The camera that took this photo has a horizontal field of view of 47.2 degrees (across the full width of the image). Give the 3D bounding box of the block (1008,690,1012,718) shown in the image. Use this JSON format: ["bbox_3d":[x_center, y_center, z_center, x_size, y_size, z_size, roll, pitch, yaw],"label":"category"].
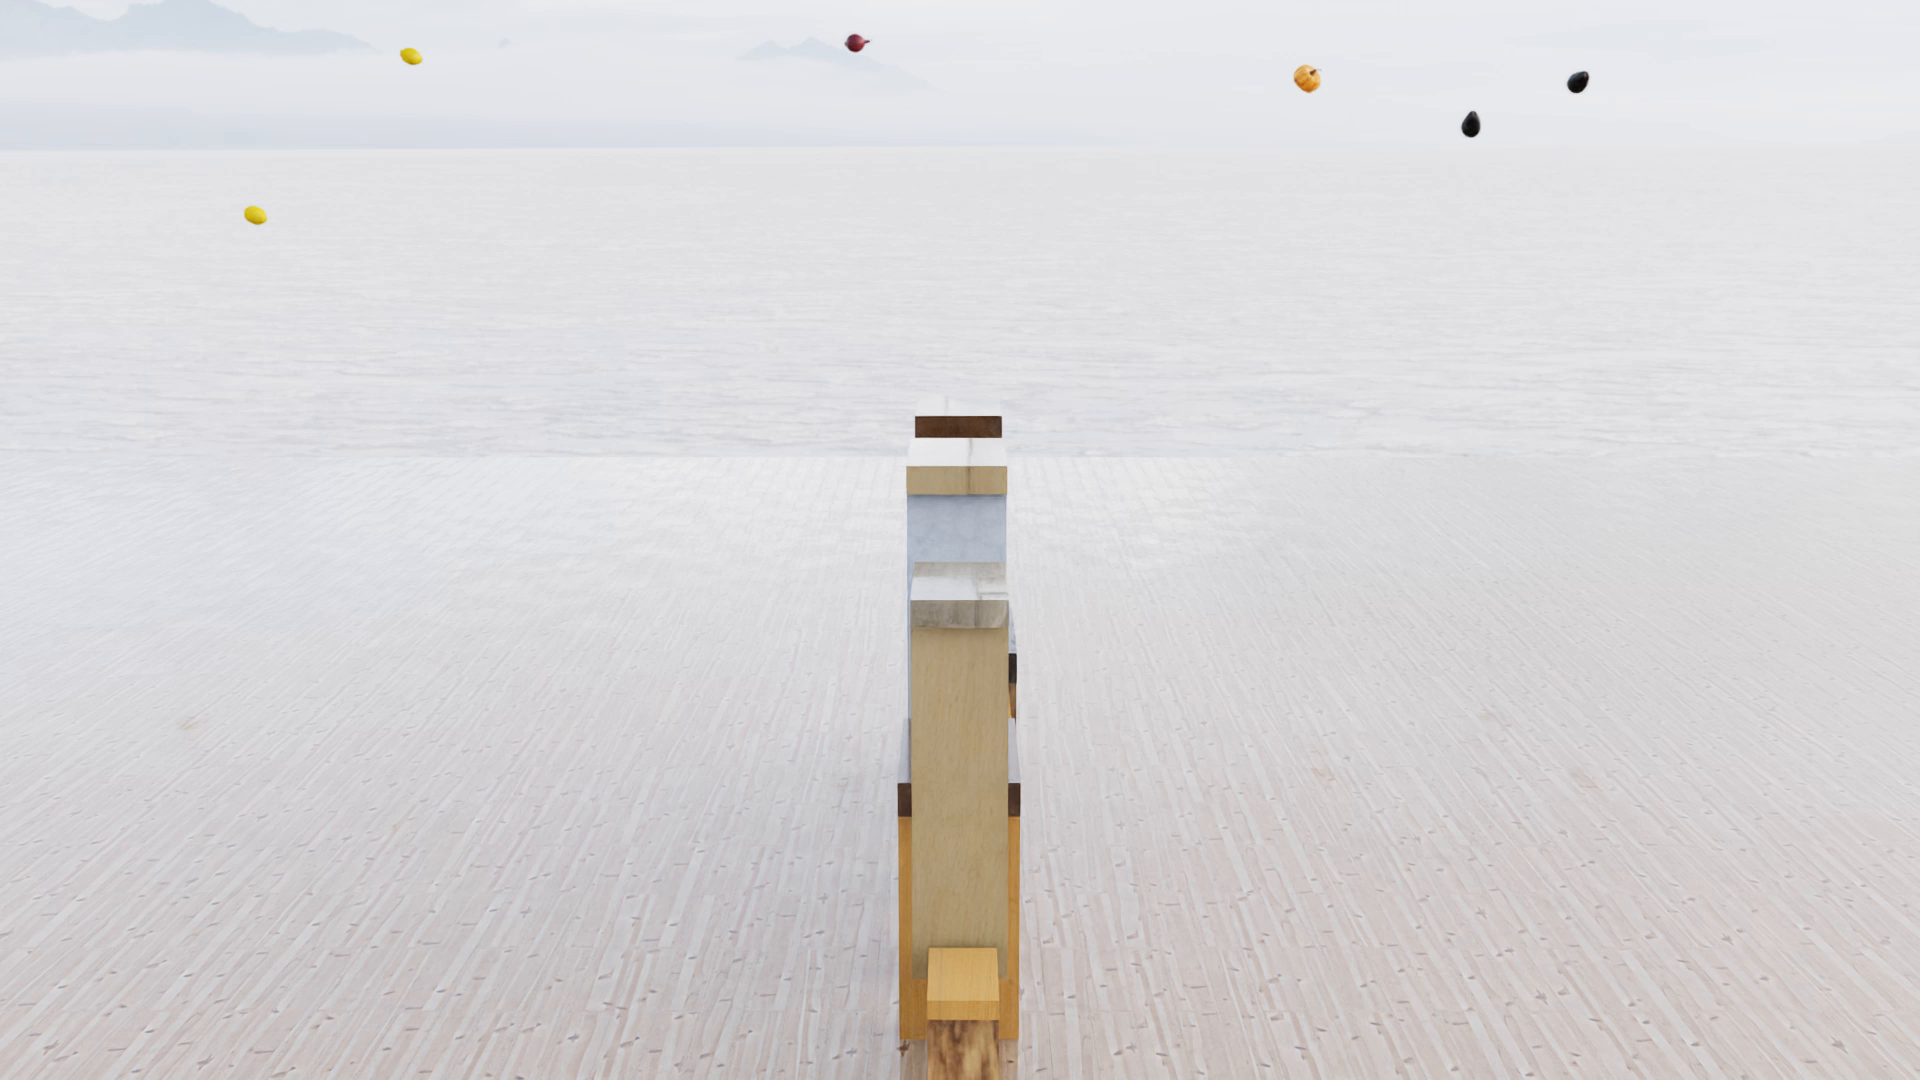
[{"bbox_3d":[0.004,0.294,3.474,0.153,0.043,0.305,0,11,0],"label":"block"}]

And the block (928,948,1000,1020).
[{"bbox_3d":[0.004,0.561,2.786,0.089,0.025,0.177,0,11,0],"label":"block"}]

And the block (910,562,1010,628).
[{"bbox_3d":[0.000,0.071,2.905,0.125,0.035,0.250,0,11,0],"label":"block"}]

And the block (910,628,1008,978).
[{"bbox_3d":[0.000,0.339,2.870,0.125,0.479,0.035,0,11,0],"label":"block"}]

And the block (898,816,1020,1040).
[{"bbox_3d":[-0.001,0.530,3.074,0.167,0.335,0.047,0,11,0],"label":"block"}]

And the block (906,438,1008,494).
[{"bbox_3d":[-0.005,-0.118,3.464,0.153,0.043,0.305,0,11,0],"label":"block"}]

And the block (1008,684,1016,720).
[{"bbox_3d":[0.005,0.400,3.714,0.178,0.356,0.050,0,11,0],"label":"block"}]

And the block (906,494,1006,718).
[{"bbox_3d":[-0.005,0.100,3.401,0.153,0.364,0.043,0,11,0],"label":"block"}]

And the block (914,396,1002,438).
[{"bbox_3d":[-0.003,-0.225,4.025,0.154,0.044,0.308,0,11,0],"label":"block"}]

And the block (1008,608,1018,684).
[{"bbox_3d":[0.005,0.179,3.794,0.178,0.050,0.356,0,11,0],"label":"block"}]

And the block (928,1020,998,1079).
[{"bbox_3d":[0.004,0.671,2.746,0.089,0.177,0.025,0,11,0],"label":"block"}]

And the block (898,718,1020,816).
[{"bbox_3d":[-0.001,0.322,3.149,0.167,0.047,0.335,0,11,0],"label":"block"}]
